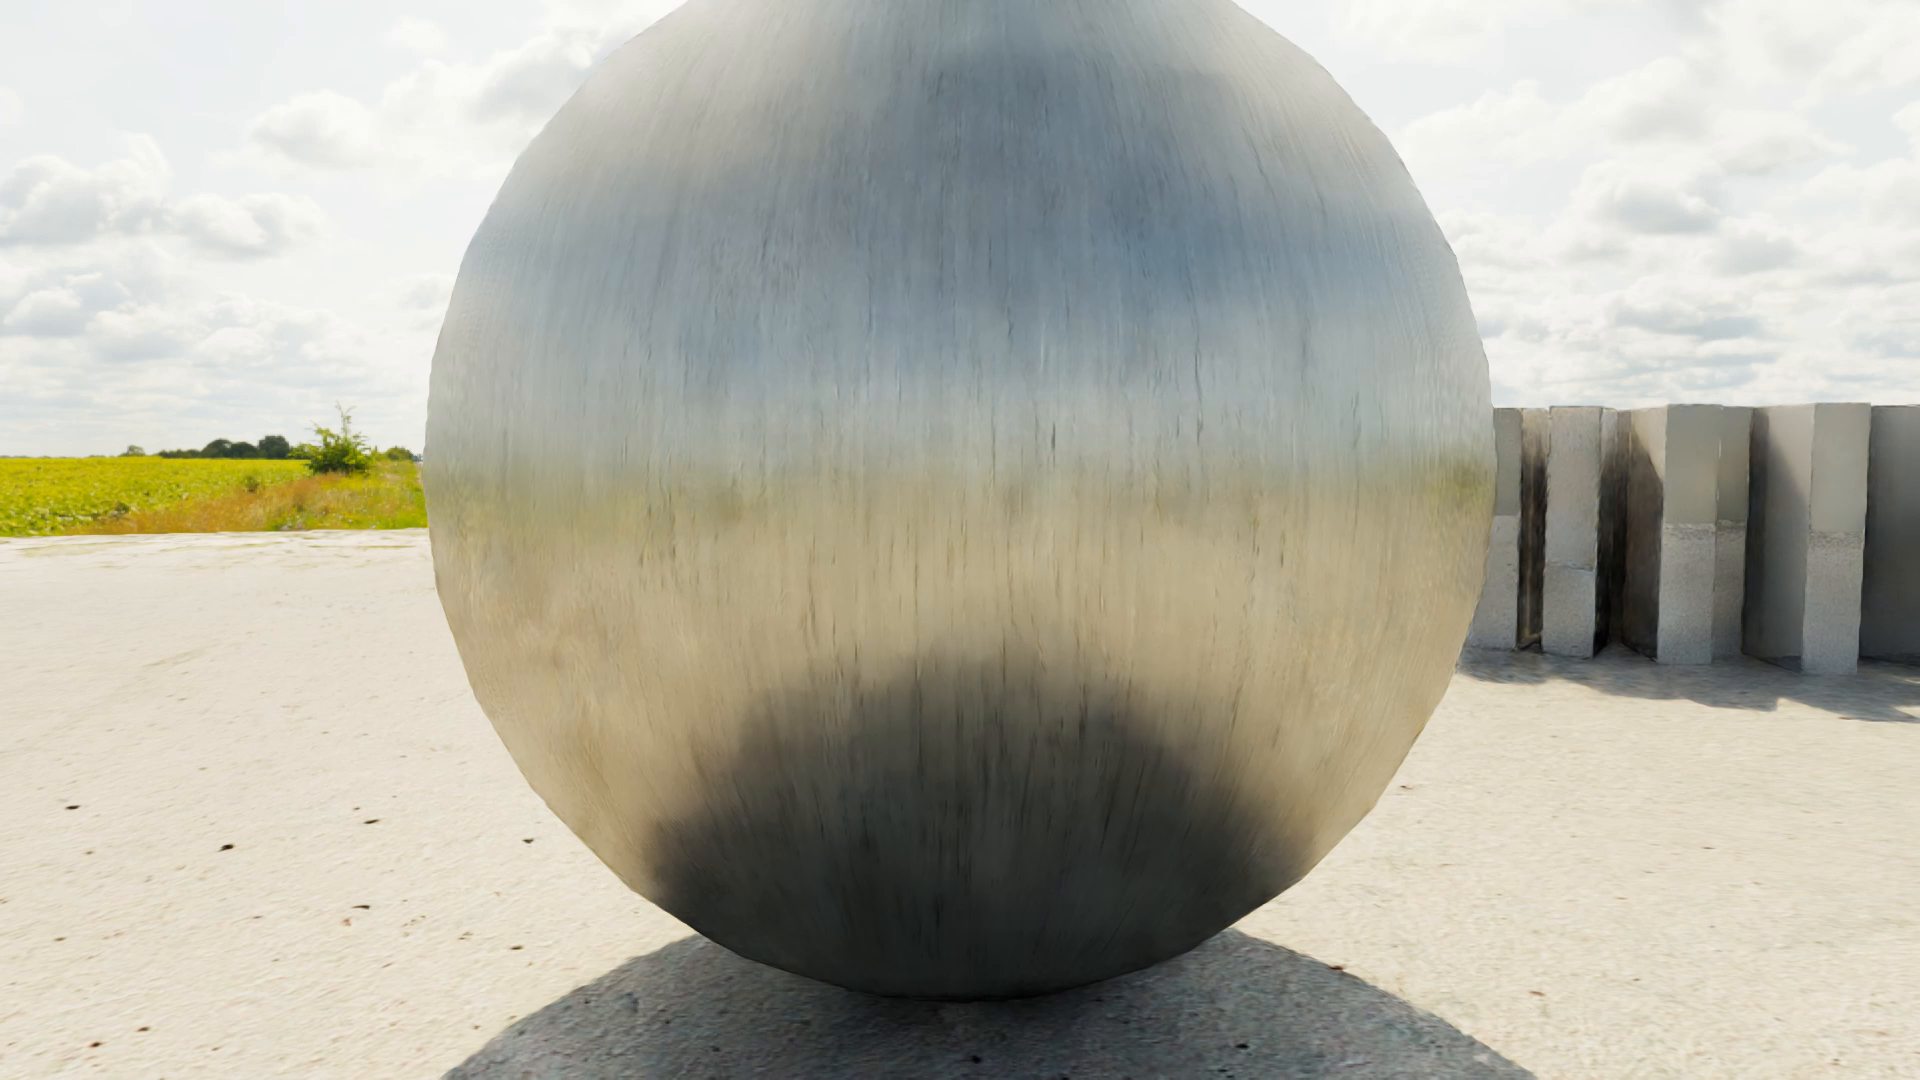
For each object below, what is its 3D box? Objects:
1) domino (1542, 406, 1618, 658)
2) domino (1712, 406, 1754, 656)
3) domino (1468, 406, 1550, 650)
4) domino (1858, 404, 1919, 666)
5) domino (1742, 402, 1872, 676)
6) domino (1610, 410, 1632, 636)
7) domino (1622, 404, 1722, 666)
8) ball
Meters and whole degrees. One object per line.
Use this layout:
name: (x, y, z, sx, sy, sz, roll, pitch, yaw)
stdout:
domino: (0.129, -0.002, 0.266, 0.010, 0.050, 0.025, 3, 5, 33)
domino: (0.156, -0.003, 0.269, 0.010, 0.050, 0.025, 1, 4, 17)
domino: (0.118, -0.003, 0.275, 0.010, 0.050, 0.025, 3, 5, 37)
domino: (0.187, -0.001, 0.247, 0.009, 0.050, 0.025, -1, 4, -14)
domino: (0.162, -0.001, 0.247, 0.010, 0.050, 0.025, 1, 4, 8)
domino: (0.145, -0.004, 0.287, 0.025, 0.050, 0.010, 0, 4, -4)
domino: (0.143, -0.002, 0.258, 0.010, 0.050, 0.025, 1, 4, 13)
ball: (0.000, -0.005, 0.103, 0.080, 0.080, 0.080, 0, 4, 0)
